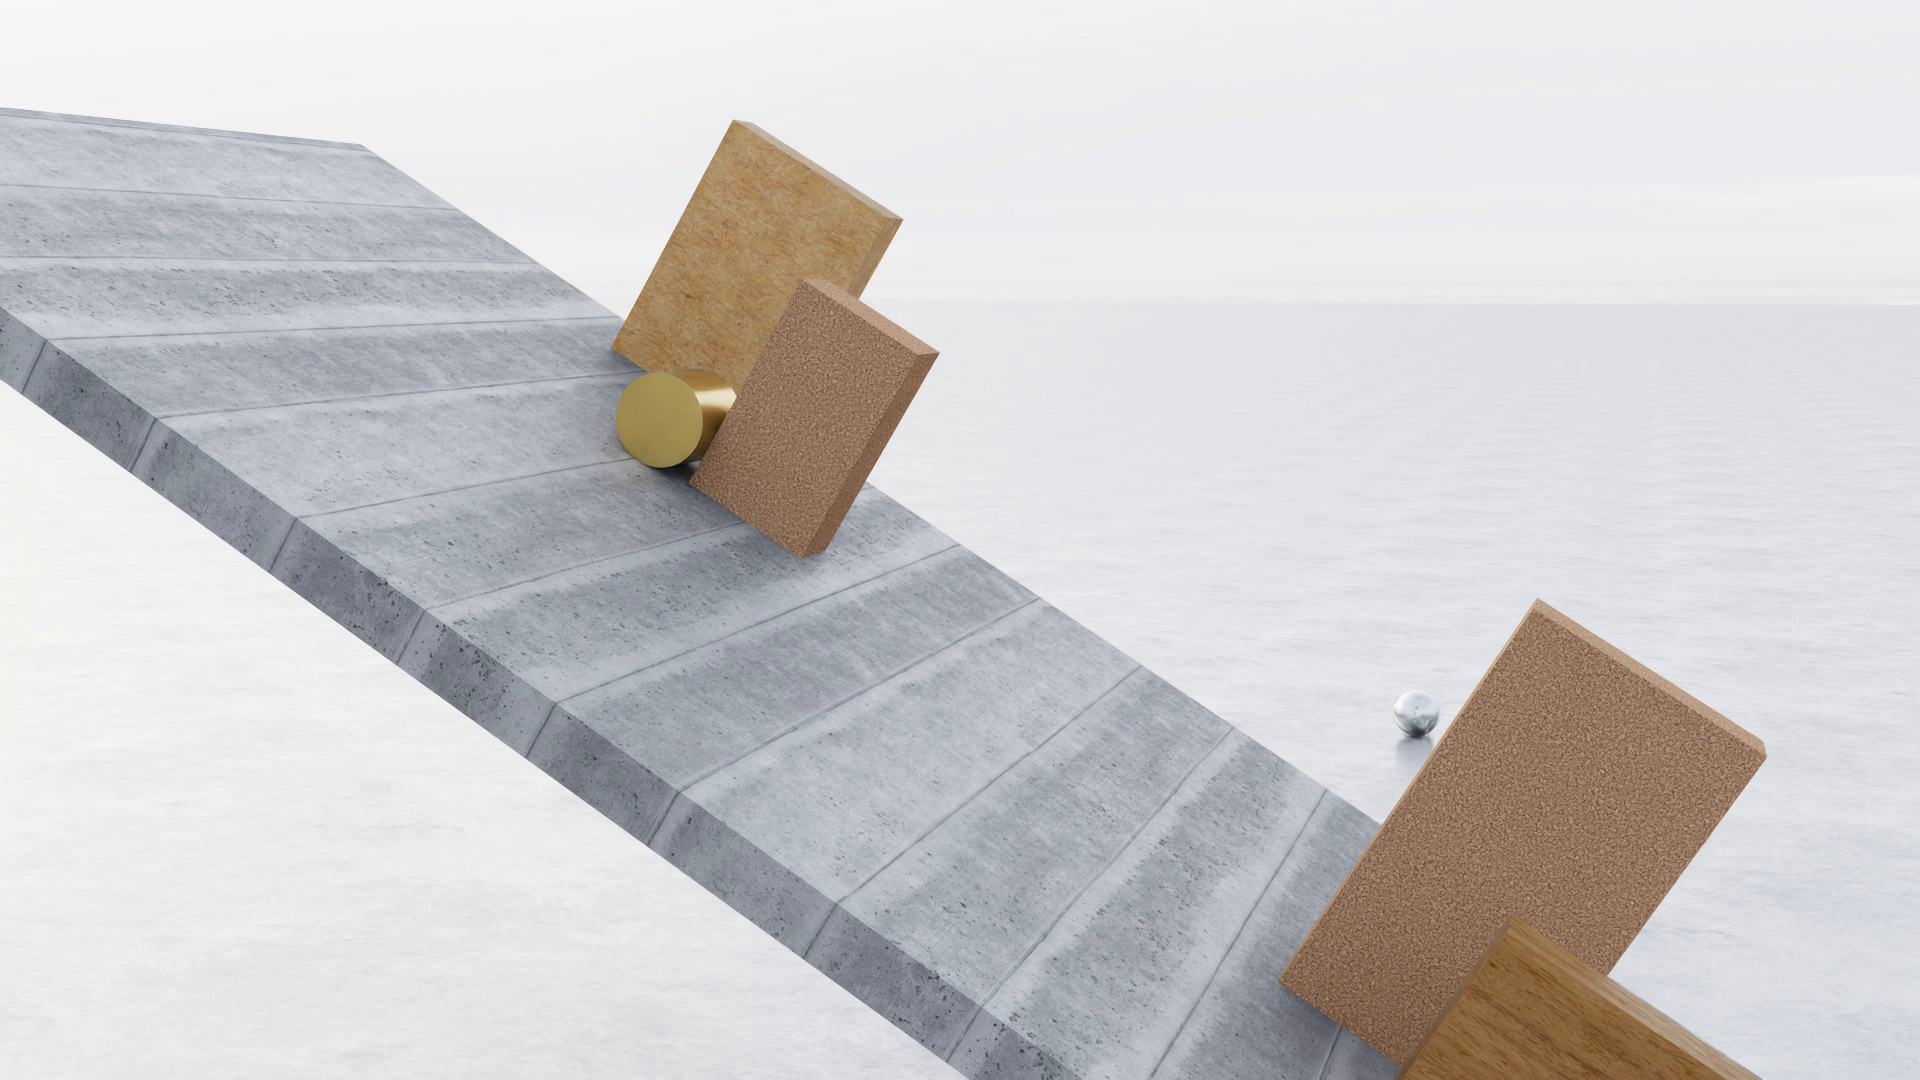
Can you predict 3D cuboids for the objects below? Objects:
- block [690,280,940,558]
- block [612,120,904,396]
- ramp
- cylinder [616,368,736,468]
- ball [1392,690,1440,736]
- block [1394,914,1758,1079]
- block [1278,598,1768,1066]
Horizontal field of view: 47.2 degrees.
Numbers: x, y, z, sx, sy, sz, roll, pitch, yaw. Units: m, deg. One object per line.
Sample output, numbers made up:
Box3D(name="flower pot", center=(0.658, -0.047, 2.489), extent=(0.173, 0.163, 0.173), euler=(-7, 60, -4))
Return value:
Box3D(name="block", center=(-0.292, -0.245, 4.407), extent=(0.280, 0.476, 0.141), euler=(34, 15, 11))
Box3D(name="block", center=(-0.459, -0.575, 4.937), extent=(0.422, 0.590, 0.111), euler=(34, 15, 11))
Box3D(name="ramp", center=(-0.162, 0.268, 4.117), extent=(4.000, 0.100, 2.000), euler=(34, 15, 11))
Box3D(name="cylinder", center=(-0.568, -0.248, 4.445), extent=(0.189, 0.189, 0.189), euler=(2, 7, 17))
Box3D(name="ball", center=(1.835, 0.695, 8.837), extent=(0.187, 0.187, 0.187), euler=(0, 7, 0))
Box3D(name="block", center=(0.830, 0.834, 3.128), extent=(0.400, 0.443, 0.097), euler=(34, 15, 11))
Box3D(name="block", center=(0.920, 0.536, 3.639), extent=(0.423, 0.768, 0.126), euler=(34, 15, 11))
